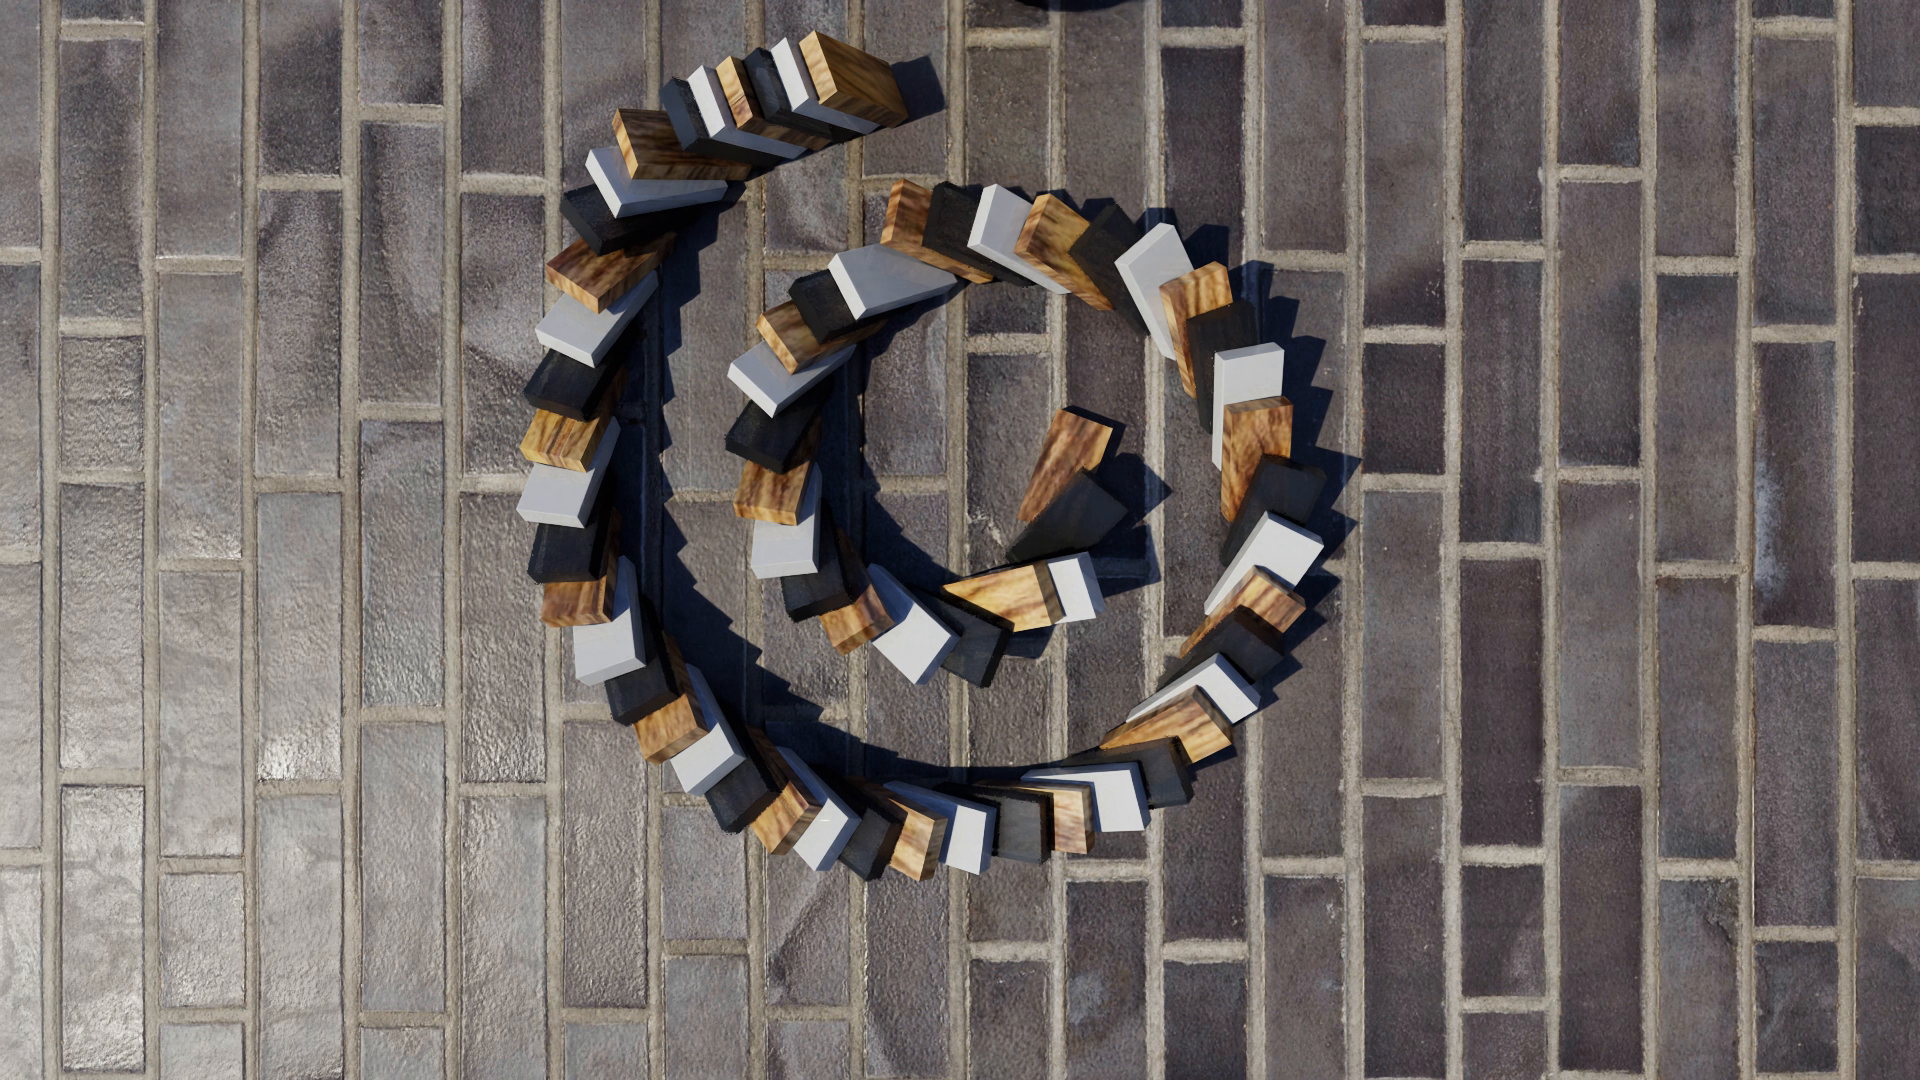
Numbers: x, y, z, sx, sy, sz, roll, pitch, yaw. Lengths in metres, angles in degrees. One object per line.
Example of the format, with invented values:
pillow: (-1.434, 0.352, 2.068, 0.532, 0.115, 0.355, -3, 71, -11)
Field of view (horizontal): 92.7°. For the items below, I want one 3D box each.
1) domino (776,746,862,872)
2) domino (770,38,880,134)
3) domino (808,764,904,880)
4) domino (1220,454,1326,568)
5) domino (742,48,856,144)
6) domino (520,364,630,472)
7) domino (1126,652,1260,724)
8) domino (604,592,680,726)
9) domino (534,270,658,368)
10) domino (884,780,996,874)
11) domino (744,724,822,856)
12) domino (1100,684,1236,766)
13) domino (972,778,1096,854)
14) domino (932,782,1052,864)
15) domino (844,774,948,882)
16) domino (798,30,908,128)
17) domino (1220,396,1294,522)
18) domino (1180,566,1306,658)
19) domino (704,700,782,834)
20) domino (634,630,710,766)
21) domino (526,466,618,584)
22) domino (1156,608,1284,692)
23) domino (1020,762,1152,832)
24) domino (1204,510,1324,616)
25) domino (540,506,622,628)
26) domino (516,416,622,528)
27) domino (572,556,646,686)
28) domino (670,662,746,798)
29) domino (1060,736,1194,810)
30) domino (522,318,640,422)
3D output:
domino: (-0.066, 0.111, 0.382, 0.050, 0.009, 0.025, 33, 91, 35)
domino: (-0.054, -0.185, 0.376, 0.009, 0.050, 0.025, -21, 90, 33)
domino: (-0.049, 0.117, 0.382, 0.050, 0.010, 0.025, 24, 90, 36)
domino: (0.130, -0.009, 0.384, 0.025, 0.009, 0.050, 15, 118, 0)
domino: (-0.064, -0.182, 0.376, 0.009, 0.050, 0.025, -21, 90, 33)
domino: (-0.161, -0.054, 0.384, 0.025, 0.010, 0.050, 12, 63, 0)
domino: (0.097, 0.071, 0.382, 0.025, 0.010, 0.050, 47, 123, 0)
domino: (-0.136, 0.049, 0.383, 0.025, 0.010, 0.050, -28, 58, 0)
domino: (-0.152, -0.098, 0.385, 0.025, 0.009, 0.050, 25, 63, 0)
domino: (-0.010, 0.120, 0.384, 0.050, 0.010, 0.025, 7, 90, 29)
domino: (-0.081, 0.103, 0.381, 0.050, 0.009, 0.025, 40, 92, 35)
domino: (0.086, 0.083, 0.382, 0.050, 0.010, 0.025, -39, 92, 33)
domino: (0.030, 0.115, 0.383, 0.050, 0.009, 0.025, -5, 90, 30)
domino: (0.013, 0.118, 0.383, 0.050, 0.009, 0.025, -1, 92, 30)
domino: (-0.030, 0.119, 0.381, 0.050, 0.009, 0.025, 14, 90, 36)
domino: (-0.043, -0.188, 0.376, 0.009, 0.050, 0.025, -21, 90, 33)
domino: (0.124, -0.033, 0.383, 0.025, 0.009, 0.050, -9, 121, -1)
domino: (0.118, 0.037, 0.385, 0.025, 0.010, 0.050, 34, 116, 0)
domino: (-0.097, 0.094, 0.382, 0.025, 0.009, 0.050, -43, 56, 2)
domino: (-0.125, 0.065, 0.383, 0.025, 0.009, 0.050, -32, 58, 0)
domino: (-0.161, -0.007, 0.383, 0.025, 0.010, 0.050, -2, 61, 2)
domino: (0.108, 0.054, 0.382, 0.025, 0.010, 0.050, 37, 123, -1)
domino: (0.052, 0.108, 0.383, 0.050, 0.009, 0.025, -13, 92, 31)
domino: (0.127, 0.015, 0.384, 0.025, 0.009, 0.050, 26, 117, 0)
domino: (-0.158, 0.011, 0.384, 0.025, 0.010, 0.050, -6, 61, 0)
domino: (-0.163, -0.030, 0.384, 0.025, 0.009, 0.050, 7, 62, 1)
domino: (-0.147, 0.033, 0.383, 0.025, 0.009, 0.050, -20, 58, 1)
domino: (-0.111, 0.079, 0.383, 0.025, 0.009, 0.050, -40, 57, 0)
domino: (0.069, 0.100, 0.383, 0.050, 0.009, 0.025, -20, 90, 31)
domino: (-0.158, -0.075, 0.384, 0.025, 0.009, 0.050, 18, 63, 1)
